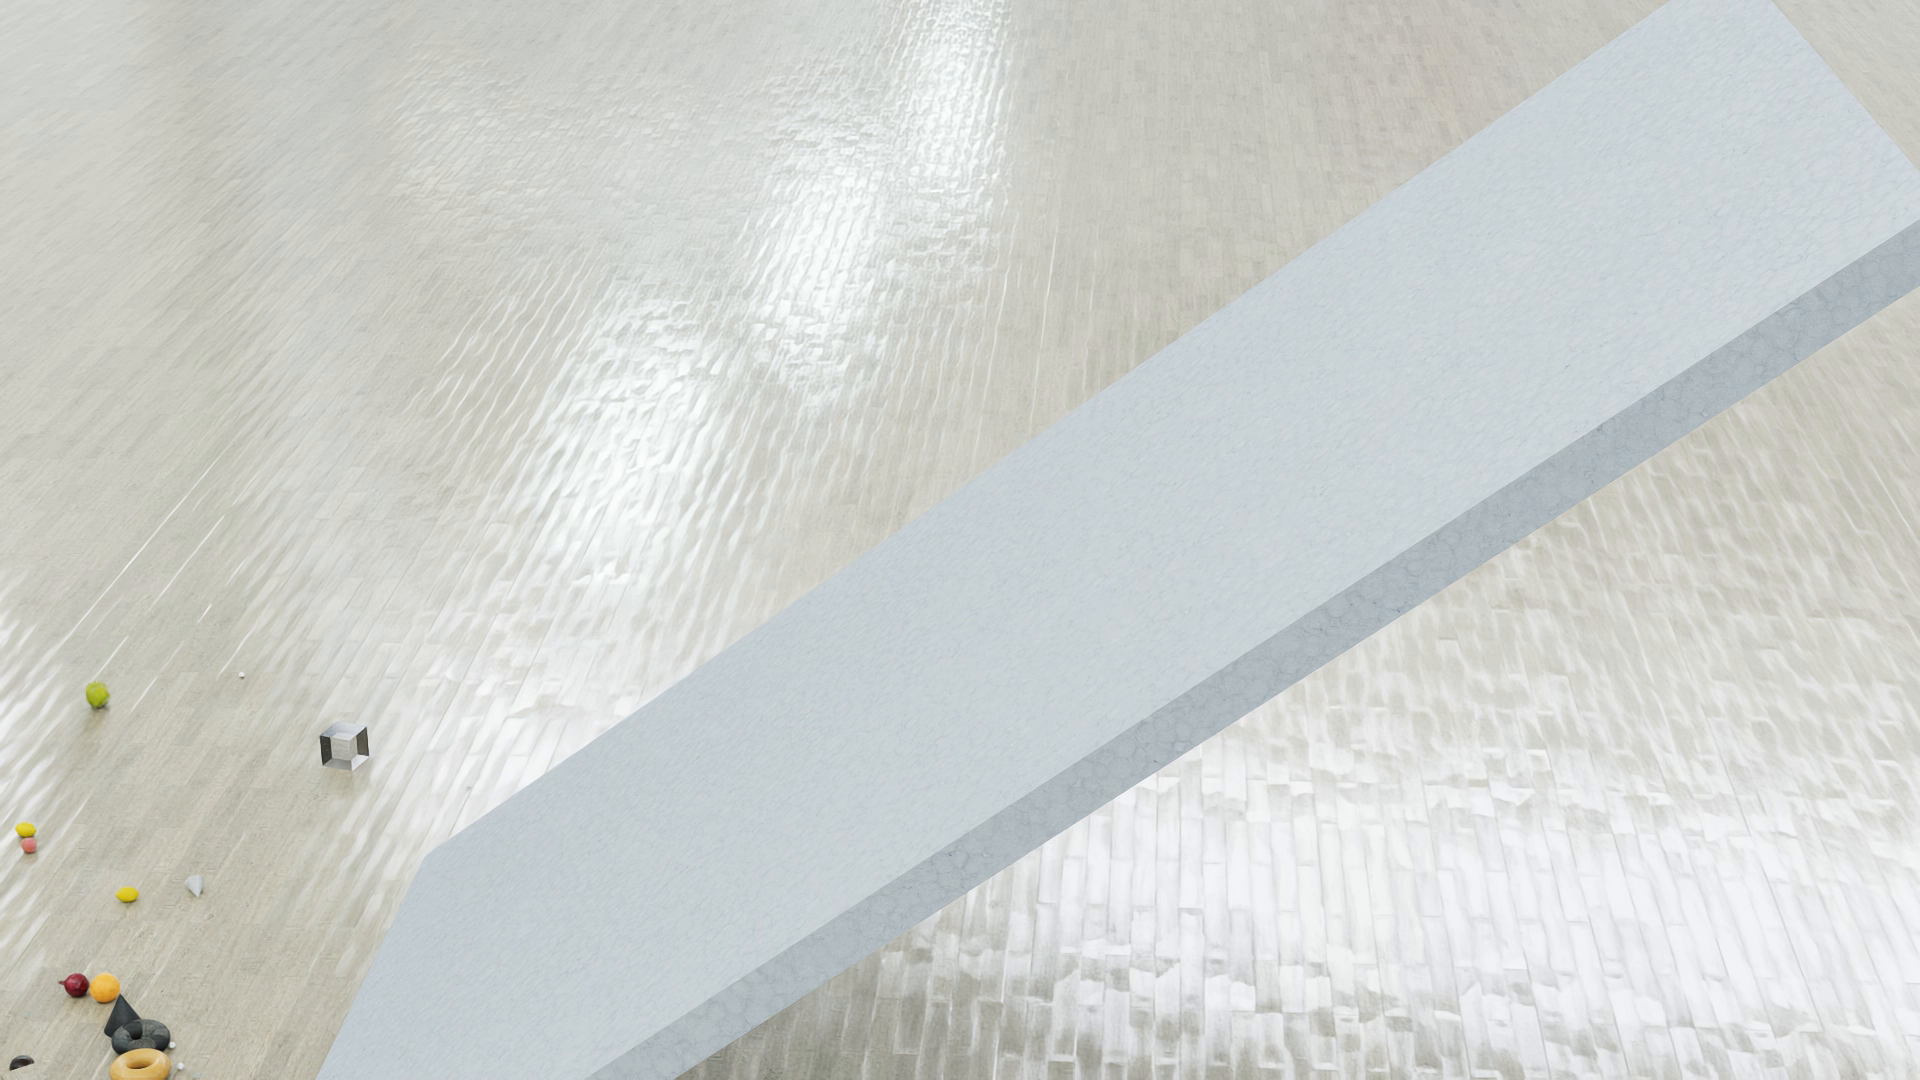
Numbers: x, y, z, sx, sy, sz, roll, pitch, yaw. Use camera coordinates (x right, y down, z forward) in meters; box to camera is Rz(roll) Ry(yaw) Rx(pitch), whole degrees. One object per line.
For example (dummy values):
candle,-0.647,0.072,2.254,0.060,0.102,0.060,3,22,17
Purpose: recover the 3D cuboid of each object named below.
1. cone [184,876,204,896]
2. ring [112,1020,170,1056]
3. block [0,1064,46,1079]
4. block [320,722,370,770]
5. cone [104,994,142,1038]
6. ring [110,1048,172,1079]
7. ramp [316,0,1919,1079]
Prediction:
cone,-2.016,0.923,7.767,0.054,0.054,0.054,-9,51,-20
ring,-1.969,1.200,7.072,0.139,0.046,0.139,1,23,-1
block,-2.171,1.281,6.834,0.081,0.081,0.081,-15,27,-32
block,-1.771,0.593,8.464,0.098,0.098,0.098,7,24,17
cone,-2.034,1.143,7.143,0.098,0.098,0.098,0,23,0
ring,-1.937,1.250,6.952,0.142,0.047,0.142,0,21,0
ramp,0.129,0.179,6.322,4.000,0.100,2.000,-34,16,17
